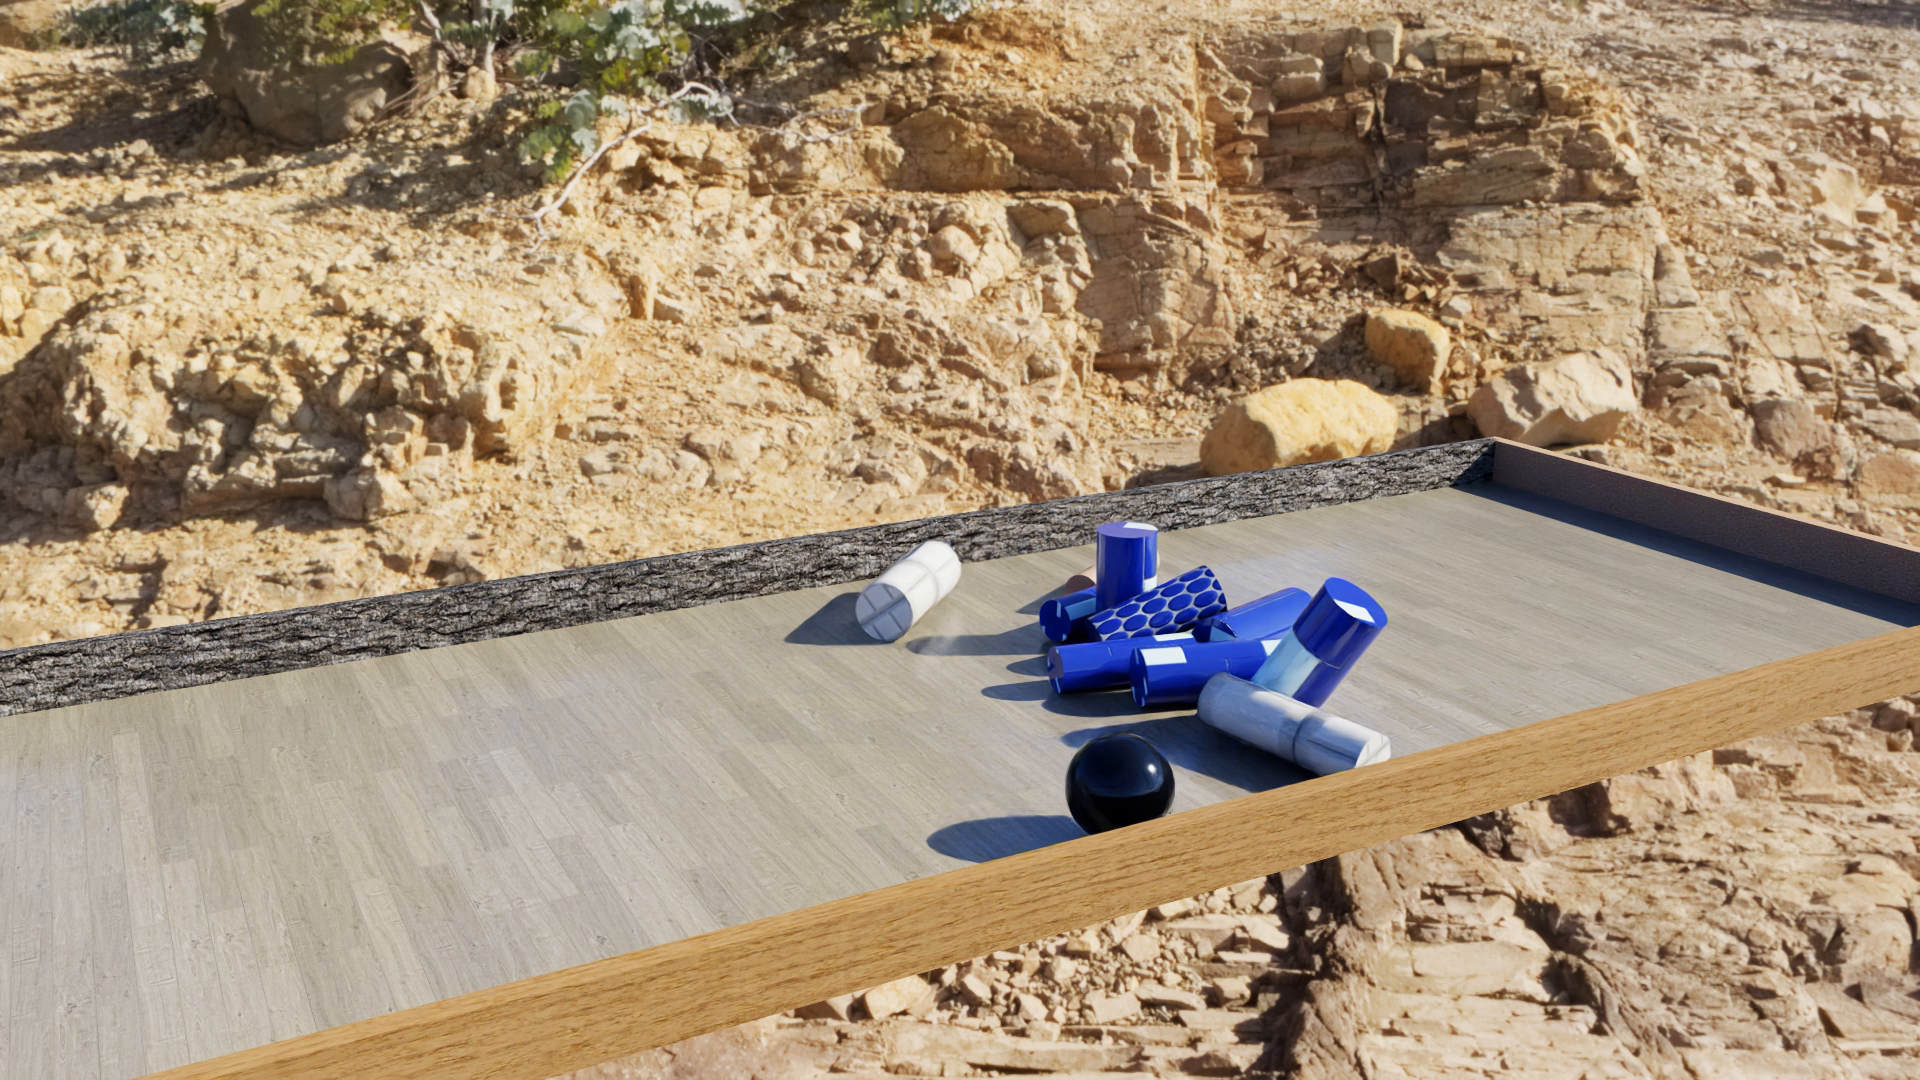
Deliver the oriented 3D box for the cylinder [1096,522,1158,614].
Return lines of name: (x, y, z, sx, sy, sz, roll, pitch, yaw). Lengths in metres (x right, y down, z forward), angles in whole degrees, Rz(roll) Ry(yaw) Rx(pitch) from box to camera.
cylinder: (0.441, 0.124, 4.375, 0.160, 0.313, 0.160, 0, 16, 0)

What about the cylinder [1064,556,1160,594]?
cylinder: (0.447, 0.104, 4.804, 0.111, 0.111, 0.395, 10, 19, 30)

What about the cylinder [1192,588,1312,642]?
cylinder: (0.768, 0.237, 4.271, 0.356, 0.156, 0.156, -16, 22, -42)

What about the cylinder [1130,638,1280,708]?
cylinder: (0.603, 0.320, 4.007, 0.354, 0.145, 0.145, -3, 17, -11)

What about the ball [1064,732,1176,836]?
ball: (0.318, 0.493, 3.287, 0.221, 0.221, 0.221, 0, 16, 0)

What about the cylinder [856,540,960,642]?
cylinder: (-0.139, 0.137, 4.603, 0.162, 0.162, 0.425, 5, 17, 17)

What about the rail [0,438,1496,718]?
rail: (-3.305, 0.497, 3.399, 12.000, 0.150, 0.050, -9, 18, -27)

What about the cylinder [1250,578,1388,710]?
cylinder: (0.818, 0.265, 3.797, 0.166, 0.332, 0.166, 24, 29, -14)

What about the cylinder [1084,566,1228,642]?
cylinder: (0.505, 0.196, 4.254, 0.340, 0.138, 0.138, -24, 21, -10)

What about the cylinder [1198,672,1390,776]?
cylinder: (0.733, 0.421, 3.654, 0.132, 0.132, 0.428, -14, 24, -40)

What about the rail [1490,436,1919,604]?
rail: (2.466, -0.048, 5.253, 0.050, 0.150, 2.100, -9, 18, -27)

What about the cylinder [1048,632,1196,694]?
cylinder: (0.408, 0.305, 4.112, 0.360, 0.116, 0.116, -5, 17, -17)

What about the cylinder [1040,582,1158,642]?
cylinder: (0.388, 0.181, 4.536, 0.370, 0.115, 0.115, -15, 22, -41)

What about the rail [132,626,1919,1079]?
rail: (-2.336, 1.006, 1.665, 12.000, 0.150, 0.050, -9, 18, -27)
